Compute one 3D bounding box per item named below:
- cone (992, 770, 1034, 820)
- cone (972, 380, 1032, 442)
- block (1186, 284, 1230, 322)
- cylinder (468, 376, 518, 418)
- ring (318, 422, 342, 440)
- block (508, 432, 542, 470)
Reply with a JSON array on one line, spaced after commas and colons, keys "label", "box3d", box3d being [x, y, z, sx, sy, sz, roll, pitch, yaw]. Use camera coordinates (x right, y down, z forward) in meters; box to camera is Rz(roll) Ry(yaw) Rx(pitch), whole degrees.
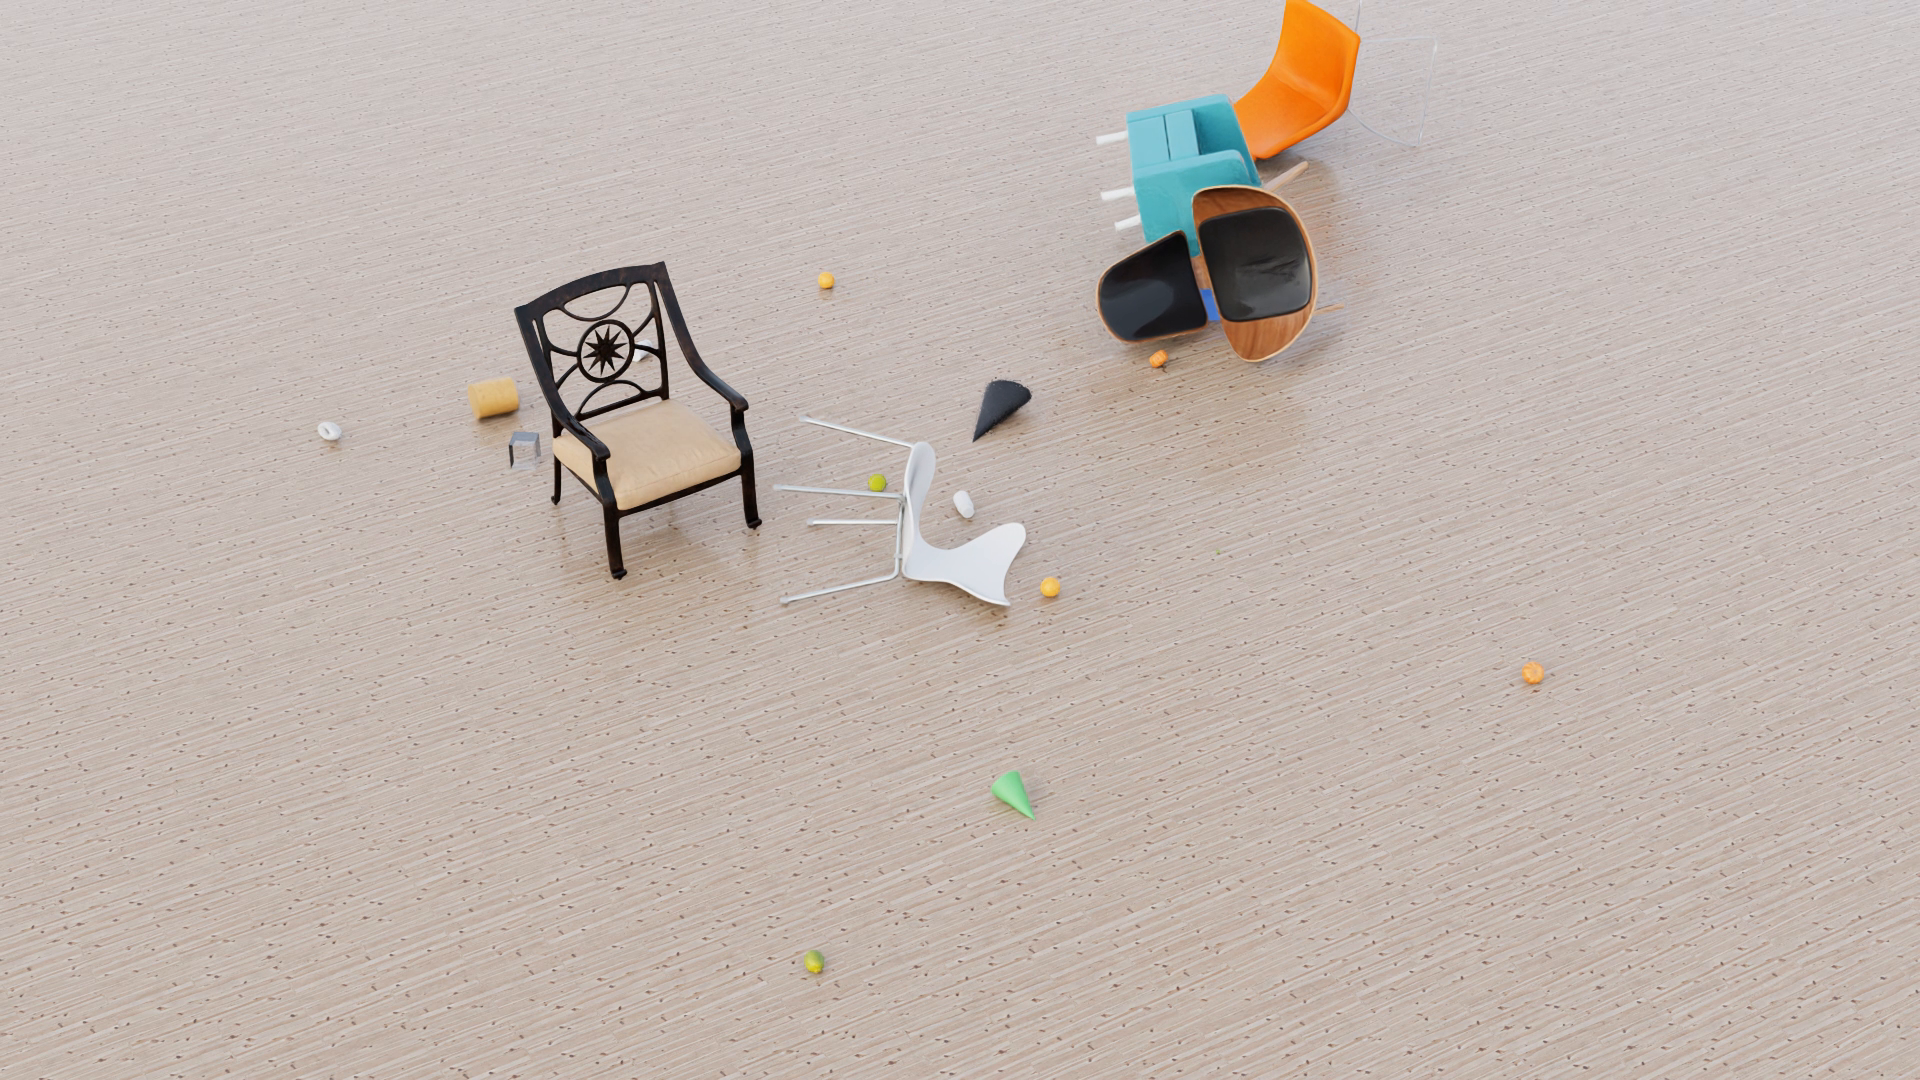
[{"label": "cone", "box3d": [0.198, 0.856, 9.601, 0.112, 0.098, 0.181, -33, 58, -9]}, {"label": "cone", "box3d": [0.120, -0.485, 11.618, 0.217, 0.129, 0.317, 3, 42, 35]}, {"label": "block", "box3d": [1.042, -1.000, 12.367, 0.157, 0.105, 0.123, -5, 34, -8]}, {"label": "cylinder", "box3d": [-1.859, -0.567, 11.678, 0.161, 0.138, 0.151, -14, 19, -21]}, {"label": "ring", "box3d": [-2.480, -0.428, 11.535, 0.048, 0.068, 0.133, -11, 22, -41]}, {"label": "block", "box3d": [-1.687, -0.346, 11.369, 0.097, 0.110, 0.101, 3, 33, 4]}]
